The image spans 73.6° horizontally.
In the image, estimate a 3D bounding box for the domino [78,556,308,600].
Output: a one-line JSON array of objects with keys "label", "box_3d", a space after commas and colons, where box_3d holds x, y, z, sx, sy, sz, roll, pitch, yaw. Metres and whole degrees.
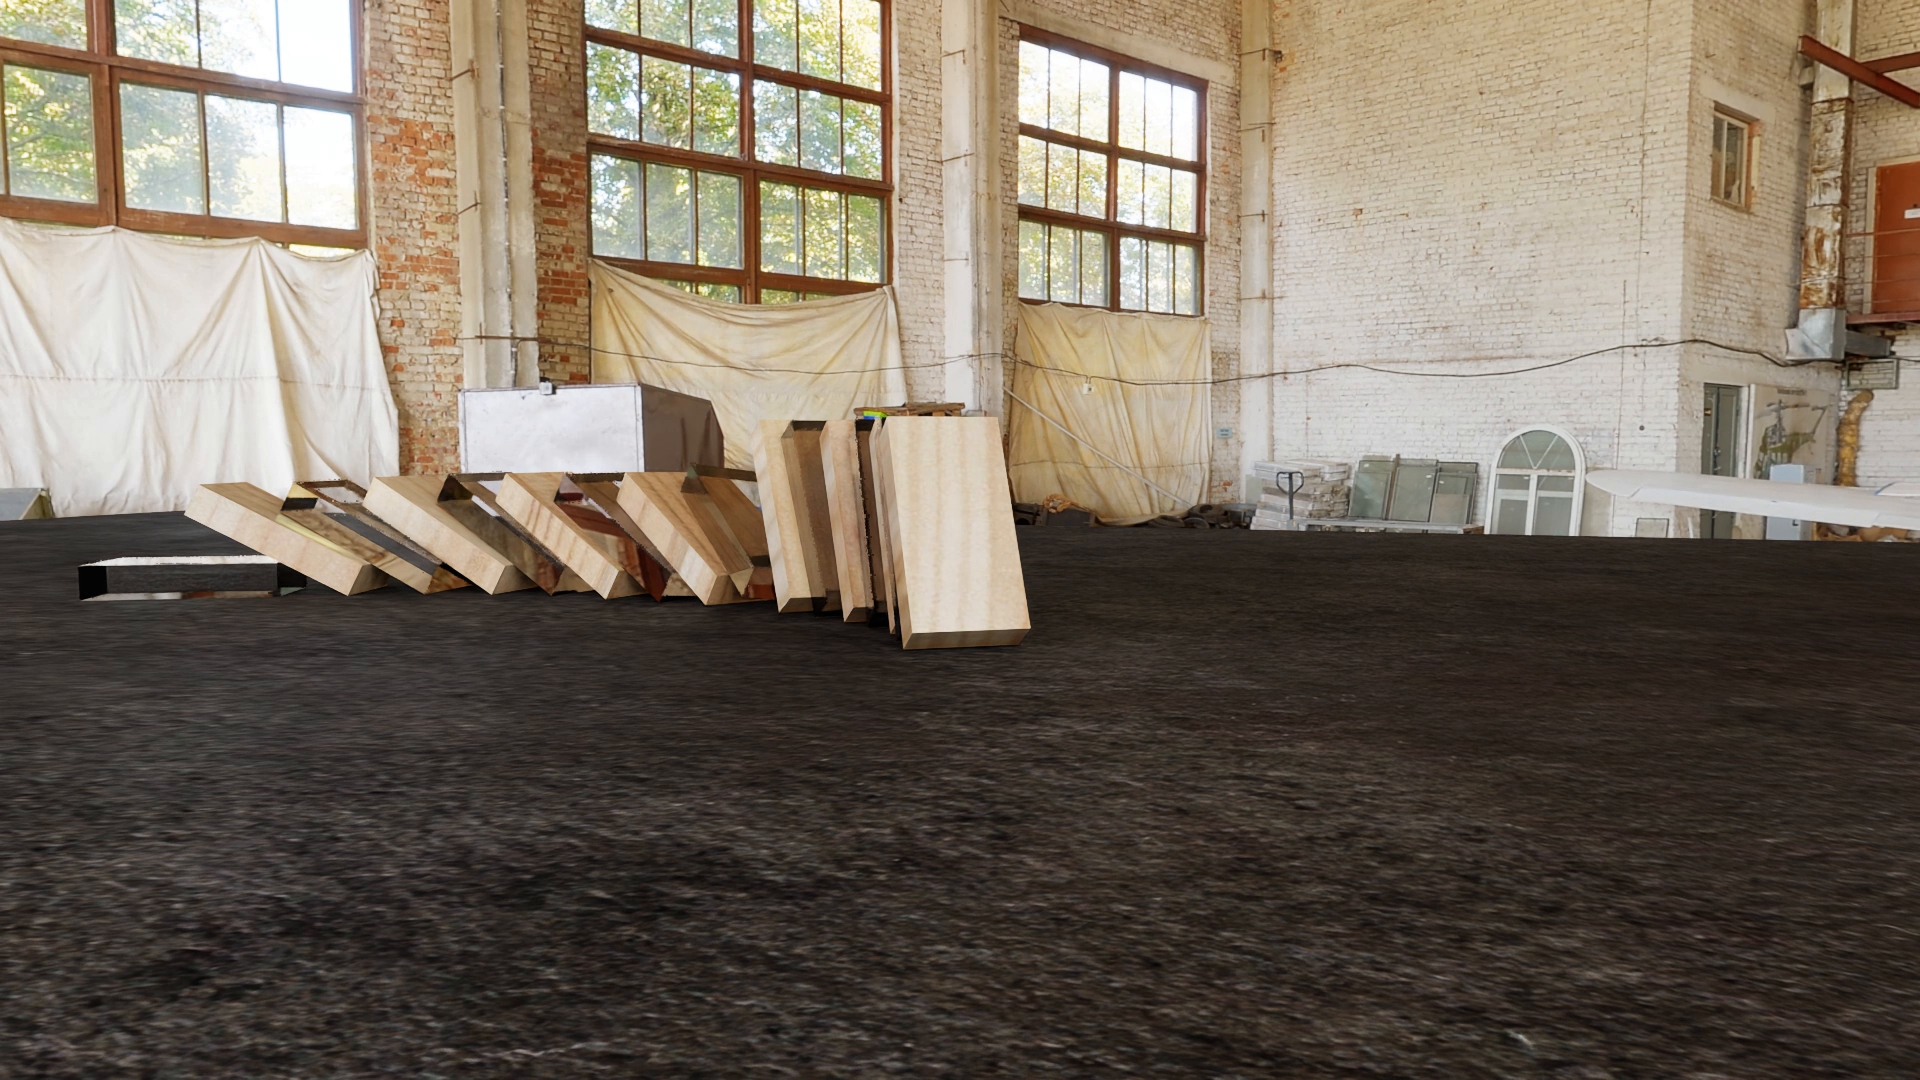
[{"label": "domino", "box_3d": [-0.217, 0.011, 0.365, 0.050, 0.009, 0.025, -1, 4, -10]}]

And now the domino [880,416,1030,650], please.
[{"label": "domino", "box_3d": [-0.002, -0.002, 0.275, 0.025, 0.050, 0.009, -1, -24, -15]}]

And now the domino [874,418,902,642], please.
[{"label": "domino", "box_3d": [-0.004, -0.003, 0.286, 0.025, 0.050, 0.010, -1, -24, -15]}]

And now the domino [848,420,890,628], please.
[{"label": "domino", "box_3d": [-0.011, -0.005, 0.306, 0.025, 0.050, 0.009, -1, -24, -15]}]

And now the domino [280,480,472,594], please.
[{"label": "domino", "box_3d": [-0.169, -0.002, 0.377, 0.050, 0.010, 0.025, 28, 8, 6]}]

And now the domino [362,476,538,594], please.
[{"label": "domino", "box_3d": [-0.147, -0.002, 0.379, 0.050, 0.010, 0.025, 32, 12, 12]}]

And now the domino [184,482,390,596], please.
[{"label": "domino", "box_3d": [-0.192, -0.001, 0.371, 0.050, 0.010, 0.025, 27, 3, -3]}]

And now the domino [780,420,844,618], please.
[{"label": "domino", "box_3d": [-0.028, -0.006, 0.325, 0.025, 0.050, 0.010, -2, -24, -27]}]

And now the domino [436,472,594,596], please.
[{"label": "domino", "box_3d": [-0.126, -0.003, 0.377, 0.050, 0.009, 0.025, 35, 17, 19]}]

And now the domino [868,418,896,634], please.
[{"label": "domino", "box_3d": [-0.006, -0.004, 0.296, 0.025, 0.050, 0.010, -1, -24, -15]}]

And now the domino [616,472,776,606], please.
[{"label": "domino", "box_3d": [-0.071, -0.001, 0.356, 0.025, 0.010, 0.050, -3, 37, -47]}]

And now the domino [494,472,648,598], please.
[{"label": "domino", "box_3d": [-0.108, -0.002, 0.371, 0.050, 0.010, 0.025, 36, 20, 22]}]

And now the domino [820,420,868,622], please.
[{"label": "domino", "box_3d": [-0.019, -0.005, 0.316, 0.025, 0.050, 0.010, -2, -24, -20]}]

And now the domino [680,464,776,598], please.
[{"label": "domino", "box_3d": [-0.055, -0.002, 0.350, 0.025, 0.009, 0.050, 6, 31, -37]}]

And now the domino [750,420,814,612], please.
[{"label": "domino", "box_3d": [-0.037, -0.007, 0.332, 0.025, 0.050, 0.009, -1, -24, -27]}]

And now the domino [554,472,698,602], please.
[{"label": "domino", "box_3d": [-0.089, -0.002, 0.364, 0.050, 0.009, 0.025, 38, 23, 26]}]
